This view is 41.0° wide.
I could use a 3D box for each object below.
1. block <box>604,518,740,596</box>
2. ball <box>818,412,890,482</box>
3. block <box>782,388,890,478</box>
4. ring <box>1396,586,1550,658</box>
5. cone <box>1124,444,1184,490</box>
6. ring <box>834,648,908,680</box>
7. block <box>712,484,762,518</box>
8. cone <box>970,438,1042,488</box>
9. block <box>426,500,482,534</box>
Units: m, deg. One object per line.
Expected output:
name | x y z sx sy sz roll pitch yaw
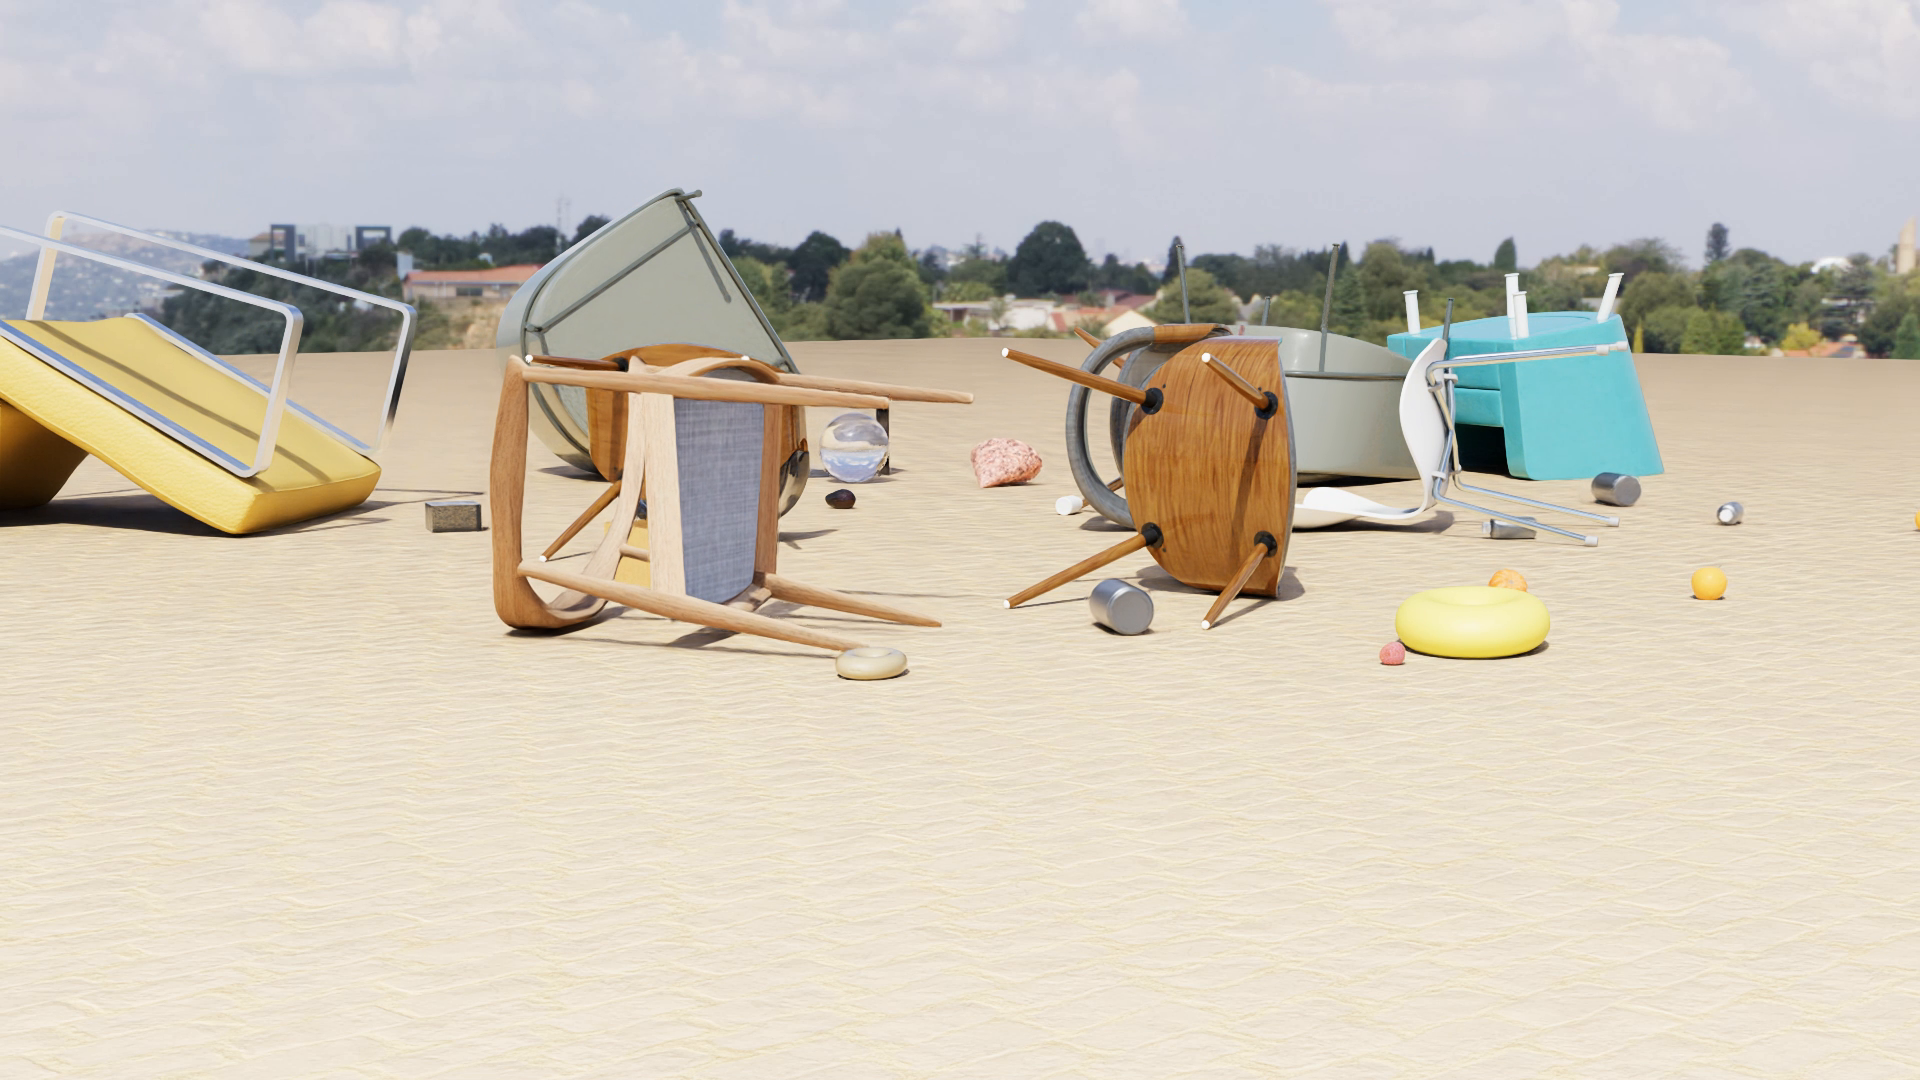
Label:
block | -0.613 0.034 5.443 0.158 0.131 0.293 -4 7 -36
ball | -0.338 -0.295 8.181 0.224 0.224 0.224 0 6 0
block | -0.414 -0.356 8.496 0.305 0.281 0.205 -2 6 -22
ring | 0.911 0.145 4.561 0.271 0.092 0.379 0 6 14
cone | 0.558 -0.194 7.962 0.204 0.140 0.215 -5 21 33
ring | -0.146 0.204 4.245 0.115 0.038 0.154 3 7 18
block | -0.614 -0.108 7.068 0.122 0.081 0.168 0 6 2
cone | 0.105 -0.205 8.044 0.255 0.160 0.187 1 29 29
block | -1.315 -0.060 6.657 0.126 0.070 0.124 -2 6 -20
